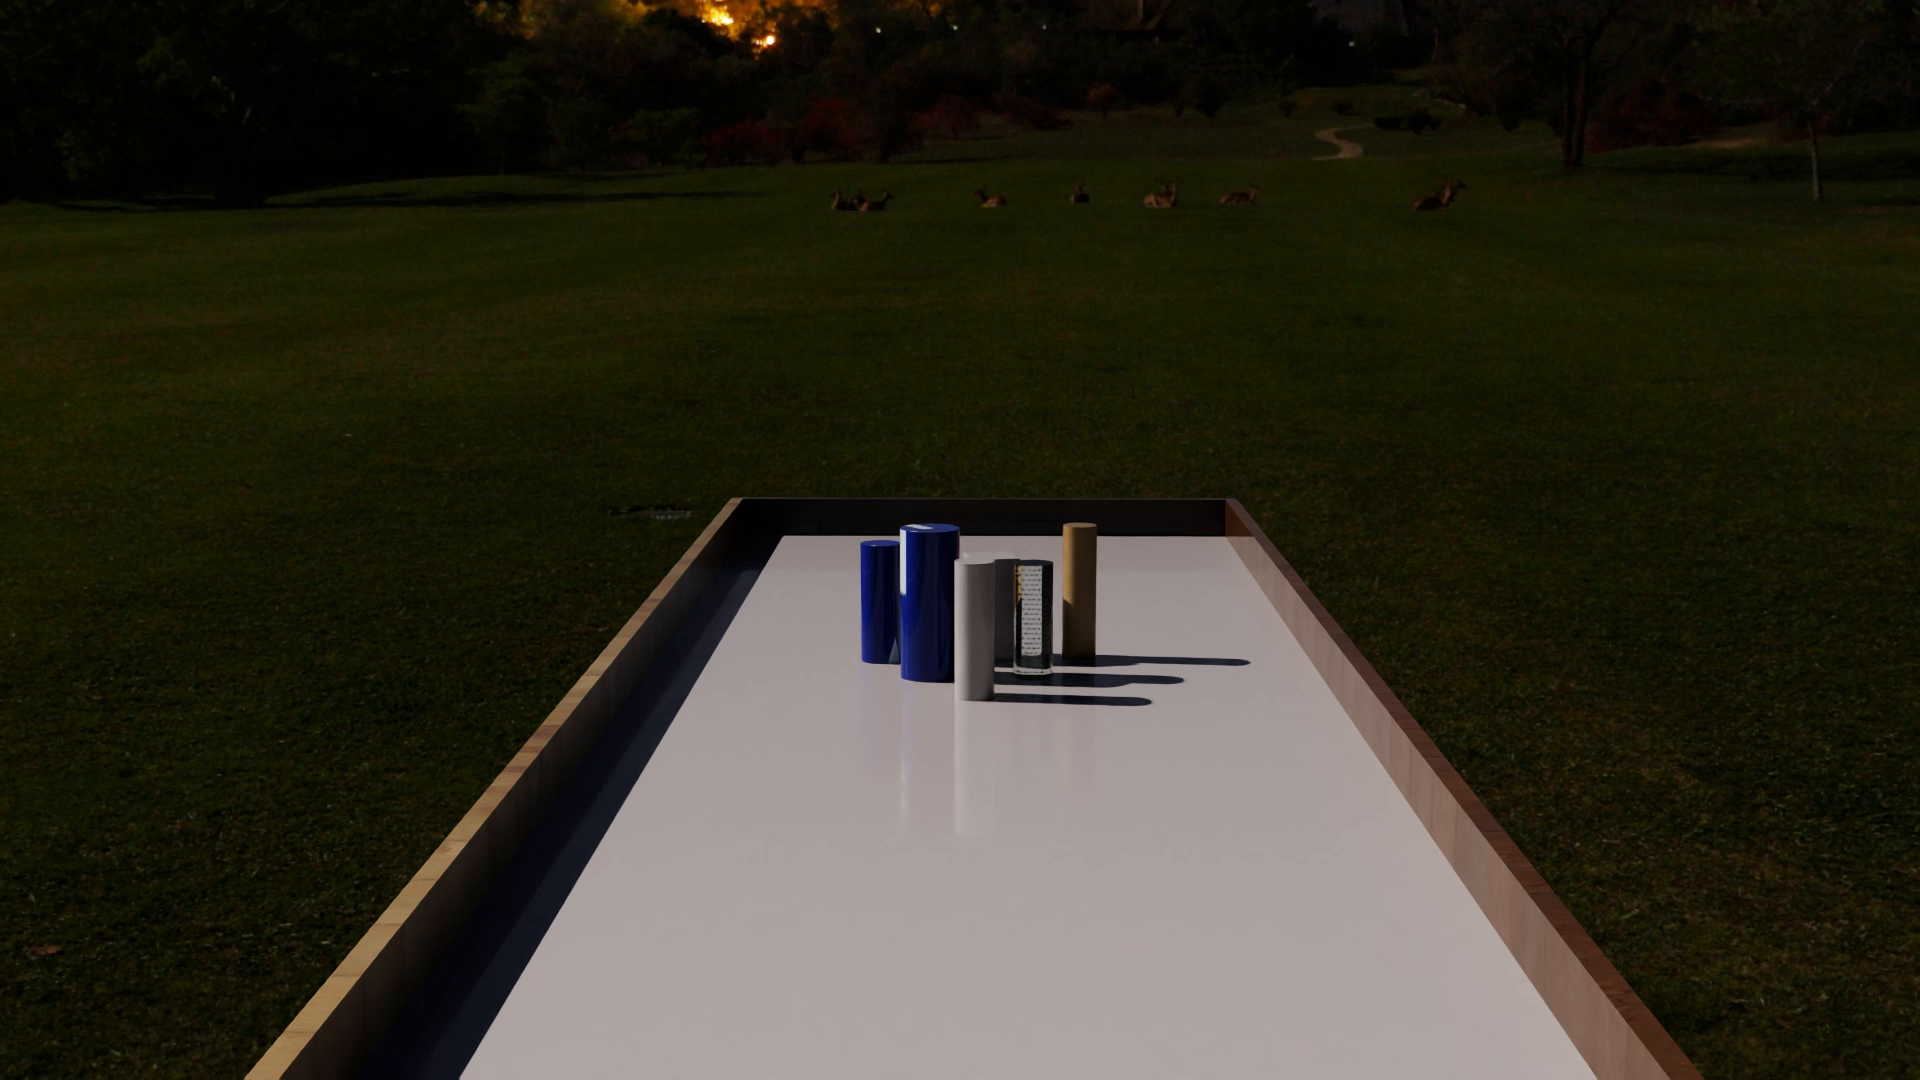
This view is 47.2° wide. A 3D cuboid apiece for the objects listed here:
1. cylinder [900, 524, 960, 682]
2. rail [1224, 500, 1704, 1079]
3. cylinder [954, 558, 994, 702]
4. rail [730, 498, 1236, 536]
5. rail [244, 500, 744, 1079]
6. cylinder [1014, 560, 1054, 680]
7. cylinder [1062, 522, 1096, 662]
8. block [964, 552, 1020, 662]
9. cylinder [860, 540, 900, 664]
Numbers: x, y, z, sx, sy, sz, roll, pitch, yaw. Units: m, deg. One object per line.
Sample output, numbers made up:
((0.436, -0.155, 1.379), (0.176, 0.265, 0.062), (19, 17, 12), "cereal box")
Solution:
((-0.088, 0.183, 6.445), (0.175, 0.441, 0.175), (0, 9, 0), "cylinder")
((1.046, 0.843, 3.208), (0.050, 0.150, 12.000), (0, 9, 1), "rail")
((0.041, 0.251, 6.183), (0.114, 0.389, 0.114), (0, 9, 0), "cylinder")
((0.099, -0.098, 9.147), (2.100, 0.150, 0.050), (0, 9, 1), "rail")
((-1.004, 0.839, 3.234), (0.050, 0.150, 12.000), (0, 9, 1), "rail")
((0.215, 0.234, 6.452), (0.116, 0.339, 0.116), (0, 9, 0), "cylinder")
((0.364, 0.158, 6.700), (0.104, 0.411, 0.104), (0, 9, 0), "cylinder")
((0.095, 0.204, 6.706), (0.143, 0.318, 0.143), (-2, 9, -13), "block")
((-0.240, 0.187, 6.675), (0.122, 0.360, 0.122), (0, 9, 0), "cylinder")
